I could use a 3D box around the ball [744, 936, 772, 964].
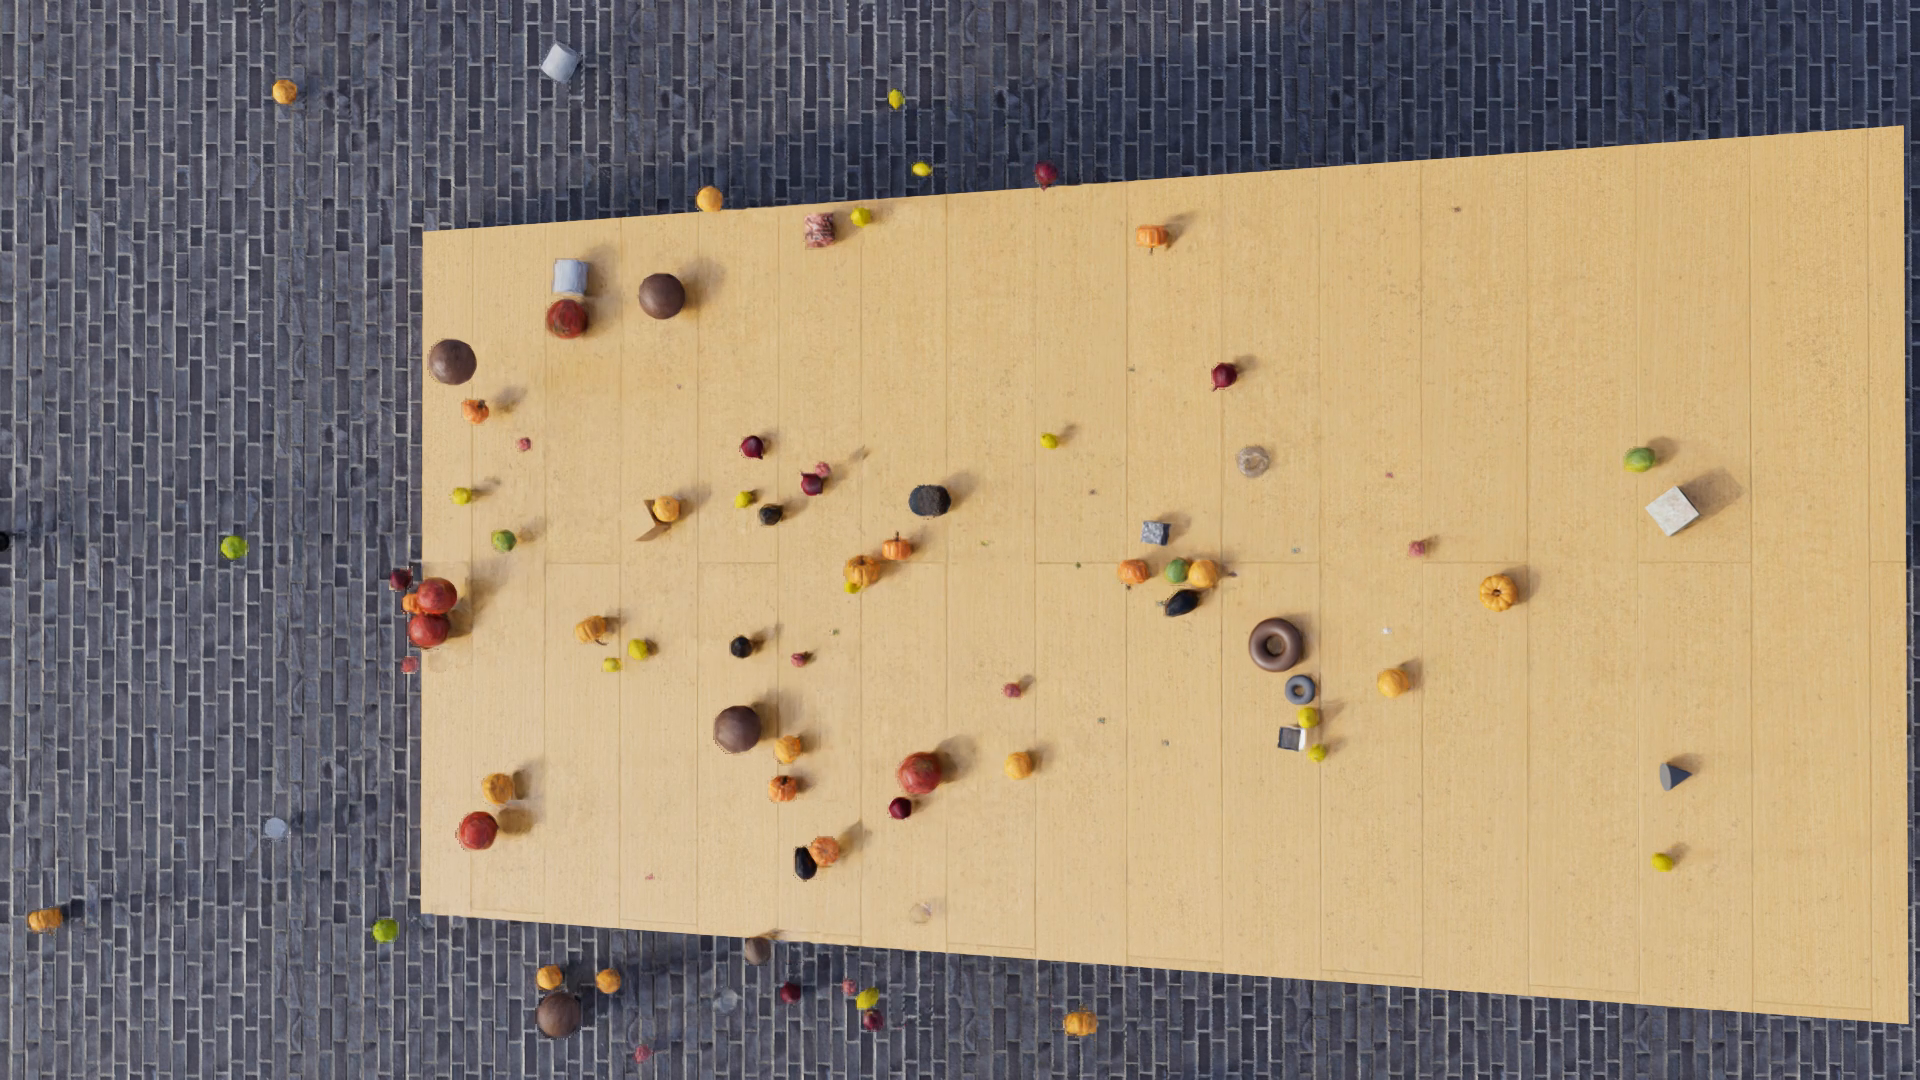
[{"bbox_3d":[-0.549,1.114,5.974,0.075,0.075,0.075,0,89,0],"label":"ball"}]

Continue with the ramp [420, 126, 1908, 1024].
[{"bbox_3d":[0.283,0.085,5.720,4.000,0.100,2.000,0,89,23],"label":"ramp"}]

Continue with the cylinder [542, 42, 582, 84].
[{"bbox_3d":[-1.180,-1.412,6.505,0.087,0.087,0.087,34,107,0],"label":"cylinder"}]

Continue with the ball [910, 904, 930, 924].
[{"bbox_3d":[-0.105,0.984,5.788,0.056,0.056,0.056,0,89,0],"label":"ball"}]

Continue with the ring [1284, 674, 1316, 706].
[{"bbox_3d":[0.837,0.370,5.414,0.077,0.026,0.077,0,90,22],"label":"ring"}]

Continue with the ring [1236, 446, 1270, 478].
[{"bbox_3d":[0.728,-0.195,5.466,0.083,0.028,0.083,0,89,22],"label":"ring"}]

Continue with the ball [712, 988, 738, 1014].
[{"bbox_3d":[-0.688,1.350,6.440,0.075,0.075,0.075,0,89,0],"label":"ball"}]

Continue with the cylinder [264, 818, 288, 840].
[{"bbox_3d":[-2.019,0.853,6.494,0.060,0.060,0.060,2,77,-7],"label":"cylinder"}]

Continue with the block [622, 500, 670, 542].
[{"bbox_3d":[-0.872,-0.054,6.111,0.082,0.082,0.082,-33,77,19],"label":"block"}]

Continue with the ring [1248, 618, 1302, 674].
[{"bbox_3d":[0.778,0.261,5.430,0.137,0.046,0.137,-1,88,24],"label":"ring"}]

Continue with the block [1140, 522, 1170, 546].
[{"bbox_3d":[0.492,-0.017,5.549,0.054,0.054,0.054,9,93,23],"label":"block"}]

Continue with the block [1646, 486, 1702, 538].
[{"bbox_3d":[1.638,-0.066,5.049,0.084,0.084,0.084,-39,75,18],"label":"block"}]

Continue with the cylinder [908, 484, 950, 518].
[{"bbox_3d":[-0.080,-0.102,5.776,0.083,0.083,0.083,0,89,23],"label":"cylinder"}]

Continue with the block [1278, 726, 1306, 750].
[{"bbox_3d":[0.815,0.487,5.407,0.052,0.052,0.052,7,92,23],"label":"block"}]

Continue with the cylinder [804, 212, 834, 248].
[{"bbox_3d":[-0.378,-0.833,5.913,0.077,0.077,0.077,-5,87,0],"label":"cylinder"}]
